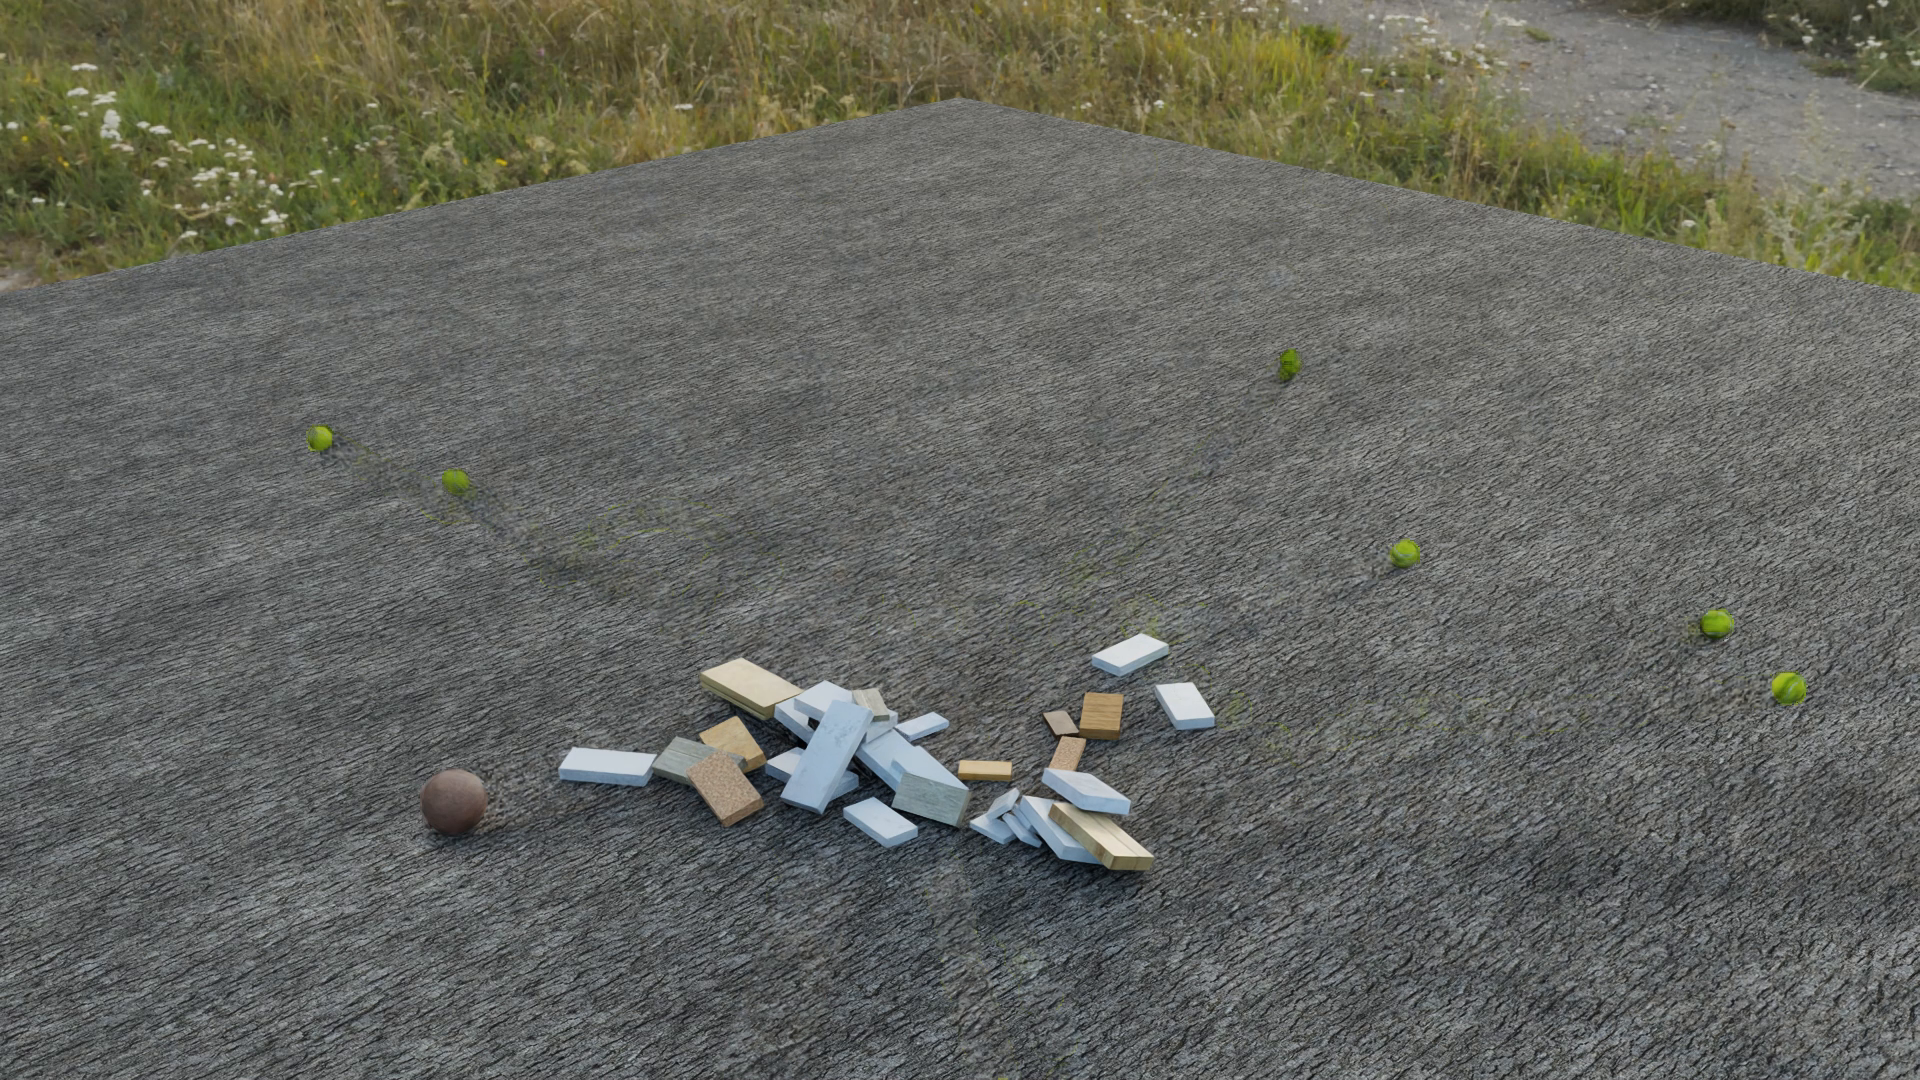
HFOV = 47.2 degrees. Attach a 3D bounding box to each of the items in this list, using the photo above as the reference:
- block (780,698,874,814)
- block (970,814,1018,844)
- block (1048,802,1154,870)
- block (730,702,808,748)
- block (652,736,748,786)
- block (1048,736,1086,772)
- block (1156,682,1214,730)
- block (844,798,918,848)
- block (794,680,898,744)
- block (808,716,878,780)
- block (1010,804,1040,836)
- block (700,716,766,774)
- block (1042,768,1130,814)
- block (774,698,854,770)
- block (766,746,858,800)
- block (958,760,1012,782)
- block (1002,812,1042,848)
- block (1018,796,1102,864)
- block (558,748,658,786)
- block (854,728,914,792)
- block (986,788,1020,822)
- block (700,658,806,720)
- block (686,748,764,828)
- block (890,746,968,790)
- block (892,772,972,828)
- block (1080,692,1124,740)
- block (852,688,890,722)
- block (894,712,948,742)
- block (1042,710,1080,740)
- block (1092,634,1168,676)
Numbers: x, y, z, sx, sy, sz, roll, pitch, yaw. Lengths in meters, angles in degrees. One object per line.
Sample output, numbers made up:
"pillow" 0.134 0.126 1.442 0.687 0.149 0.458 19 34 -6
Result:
"block" -0.272 0.443 4.514 0.092 0.026 0.242 13 61 28
"block" 0.070 0.576 4.386 0.047 0.013 0.094 -21 31 -40
"block" 0.274 0.577 4.283 0.104 0.029 0.208 8 19 -38
"block" -0.387 0.386 4.811 0.114 0.032 0.229 -21 31 -40
"block" -0.542 0.469 4.574 0.183 0.026 0.091 13 47 31
"block" 0.225 0.463 4.651 0.052 0.015 0.169 6 24 13
"block" 0.497 0.367 4.866 0.086 0.024 0.171 -4 23 -10
"block" -0.159 0.565 4.402 0.076 0.021 0.151 -16 28 -34
"block" -0.242 0.361 4.634 0.202 0.029 0.101 22 31 32
"block" -0.217 0.419 4.634 0.101 0.029 0.202 -22 49 -41
"block" 0.139 0.560 4.393 0.047 0.013 0.095 26 9 -29
"block" -0.481 0.441 4.656 0.091 0.026 0.183 -25 29 -13
"block" 0.253 0.506 4.437 0.104 0.029 0.208 10 6 -21
"block" -0.279 0.405 4.702 0.114 0.032 0.229 -21 43 -40
"block" -0.309 0.488 4.578 0.185 0.026 0.092 20 30 39
"block" 0.053 0.483 4.603 0.109 0.015 0.054 2 23 4
"block" 0.123 0.574 4.350 0.047 0.013 0.095 26 10 -30
"block" 0.205 0.571 4.334 0.104 0.029 0.208 12 16 -27
"block" -0.736 0.475 4.607 0.184 0.026 0.092 4 23 9
"block" -0.128 0.463 4.557 0.101 0.029 0.202 -21 49 -41
"block" 0.086 0.532 4.427 0.052 0.015 0.104 -32 3 16
"block" -0.458 0.328 4.863 0.114 0.032 0.229 -20 30 -39
"block" -0.479 0.503 4.471 0.091 0.026 0.183 -29 41 -16
"block" -0.062 0.486 4.506 0.076 0.021 0.151 -22 49 -41
"block" -0.058 0.524 4.434 0.151 0.076 0.021 13 -15 28
"block" 0.311 0.386 4.821 0.086 0.024 0.171 3 23 7
"block" -0.188 0.348 4.617 0.054 0.015 0.109 -4 27 -15
"block" -0.084 0.406 4.784 0.109 0.015 0.054 -18 29 -35
"block" 0.220 0.404 4.789 0.052 0.015 0.104 -6 24 -13
"block" 0.396 0.266 5.103 0.171 0.024 0.085 -21 31 -40
